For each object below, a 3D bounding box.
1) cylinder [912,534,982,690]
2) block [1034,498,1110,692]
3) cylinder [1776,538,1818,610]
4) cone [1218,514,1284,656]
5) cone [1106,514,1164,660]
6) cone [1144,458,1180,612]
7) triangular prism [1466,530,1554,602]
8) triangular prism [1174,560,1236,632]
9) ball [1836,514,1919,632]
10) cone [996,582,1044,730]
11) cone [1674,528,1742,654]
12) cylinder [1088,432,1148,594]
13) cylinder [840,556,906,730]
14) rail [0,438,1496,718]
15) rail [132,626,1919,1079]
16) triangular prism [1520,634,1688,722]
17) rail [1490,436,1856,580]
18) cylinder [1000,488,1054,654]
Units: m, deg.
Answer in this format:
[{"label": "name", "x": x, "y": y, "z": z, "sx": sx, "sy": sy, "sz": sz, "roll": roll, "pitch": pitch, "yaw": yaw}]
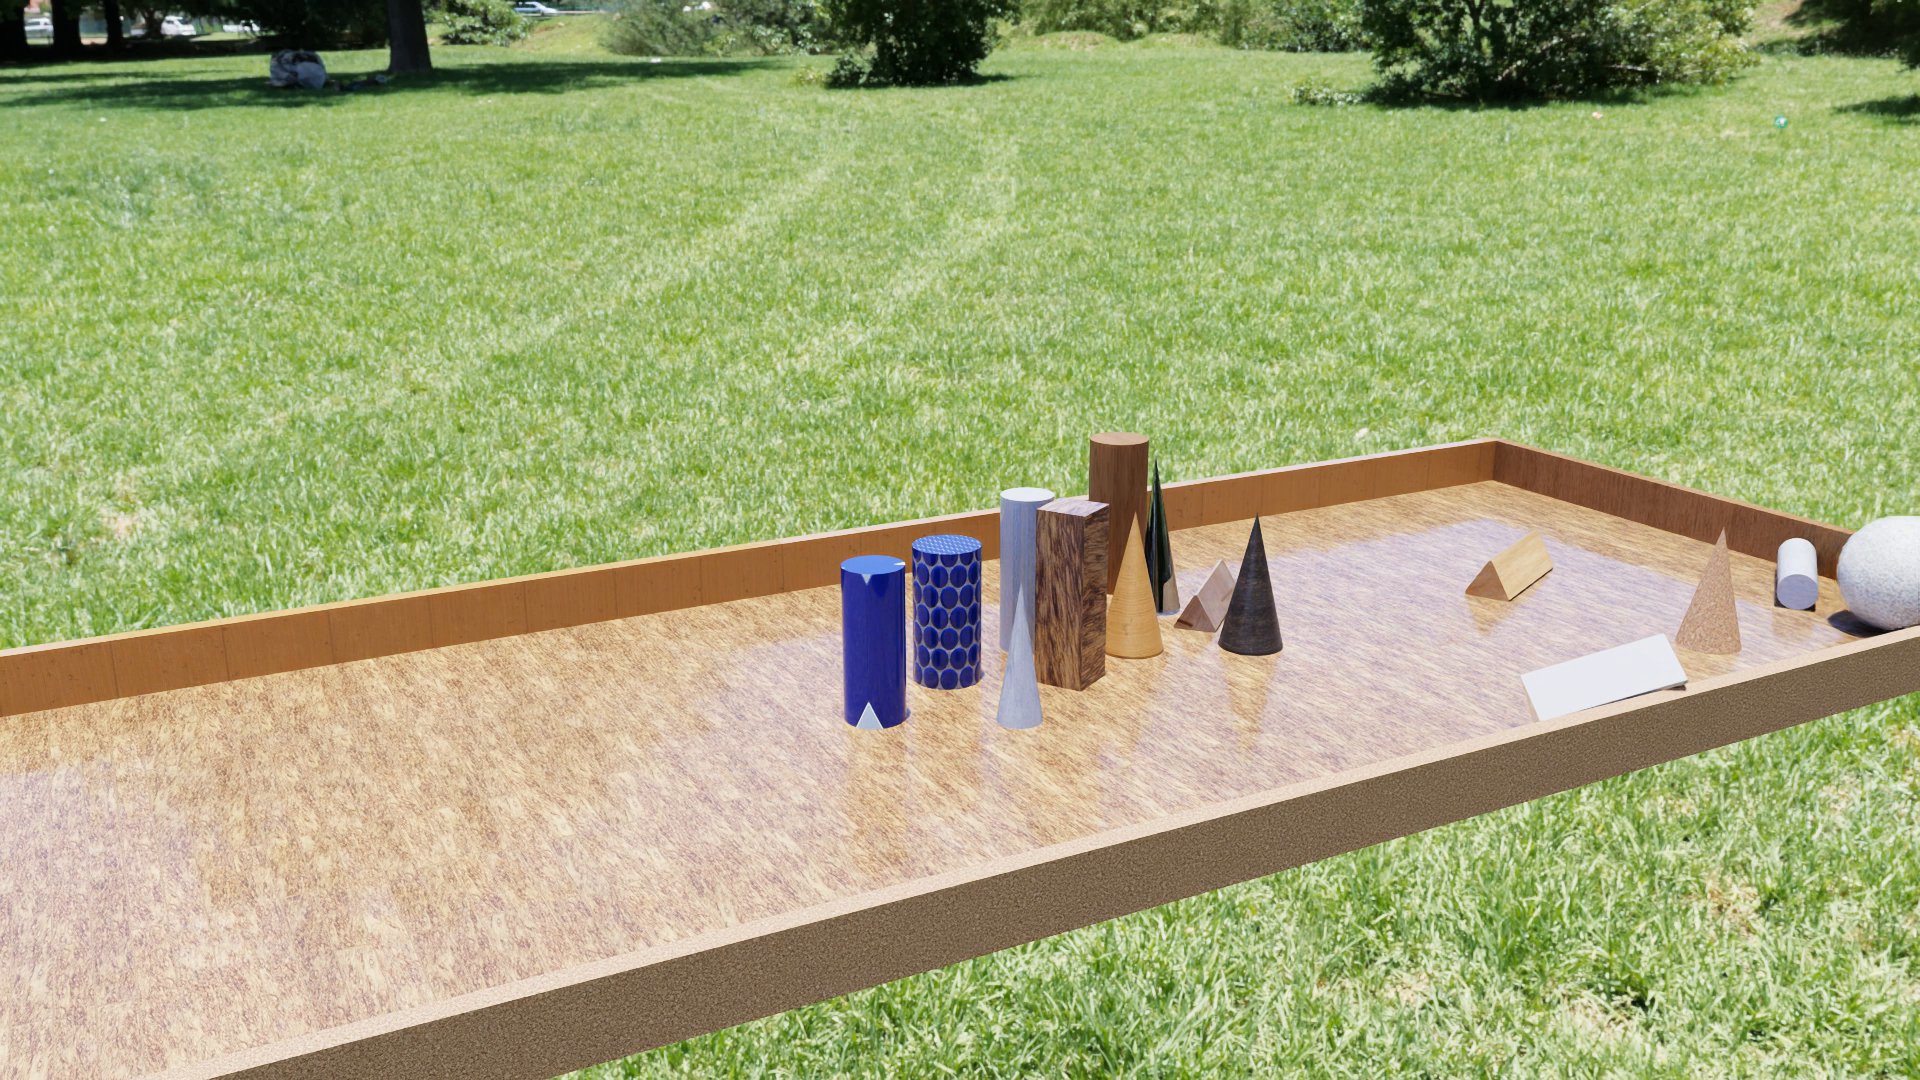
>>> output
[{"label": "cylinder", "x": -0.032, "y": 0.179, "z": 4.123, "sx": 0.173, "sy": 0.351, "sz": 0.173, "roll": 0, "pitch": 16, "yaw": 0}, {"label": "block", "x": 0.277, "y": 0.134, "z": 4.100, "sx": 0.132, "sy": 0.450, "sz": 0.132, "roll": 10, "pitch": 19, "yaw": 30}, {"label": "cylinder", "x": 2.456, "y": 0.096, "z": 4.838, "sx": 0.107, "sy": 0.107, "sz": 0.398, "roll": 8, "pitch": 18, "yaw": 25}, {"label": "cone", "x": 0.776, "y": 0.103, "z": 4.351, "sx": 0.173, "sy": 0.368, "sz": 0.173, "roll": 0, "pitch": 16, "yaw": 0}, {"label": "cone", "x": 0.455, "y": 0.106, "z": 4.324, "sx": 0.171, "sy": 0.378, "sz": 0.171, "roll": 0, "pitch": 16, "yaw": 0}, {"label": "cone", "x": 0.555, "y": -0.025, "z": 4.638, "sx": 0.121, "sy": 0.443, "sz": 0.121, "roll": -3, "pitch": 12, "yaw": 1}, {"label": "triangular prism", "x": 1.648, "y": 0.066, "z": 4.921, "sx": 0.128, "sy": 0.111, "sz": 0.406, "roll": 12, "pitch": 20, "yaw": 35}, {"label": "triangular prism", "x": 0.702, "y": 0.149, "z": 4.660, "sx": 0.115, "sy": 0.100, "sz": 0.361, "roll": 5, "pitch": 17, "yaw": 19}, {"label": "ball", "x": 2.559, "y": 0.091, "z": 4.477, "sx": 0.320, "sy": 0.320, "sz": 0.320, "roll": 0, "pitch": 16, "yaw": 0}, {"label": "cone", "x": 0.141, "y": 0.261, "z": 3.856, "sx": 0.112, "sy": 0.344, "sz": 0.112, "roll": 0, "pitch": 16, "yaw": 0}, {"label": "cone", "x": 1.998, "y": 0.121, "z": 4.360, "sx": 0.165, "sy": 0.329, "sz": 0.165, "roll": 0, "pitch": 16, "yaw": 0}, {"label": "cylinder", "x": 0.460, "y": -0.078, "z": 4.826, "sx": 0.170, "sy": 0.449, "sz": 0.170, "roll": 0, "pitch": 16, "yaw": 0}, {"label": "cylinder", "x": -0.201, "y": 0.239, "z": 3.867, "sx": 0.149, "sy": 0.380, "sz": 0.149, "roll": 0, "pitch": 16, "yaw": 0}, {"label": "rail", "x": -3.305, "y": 0.497, "z": 3.399, "sx": 12.000, "sy": 0.150, "sz": 0.050, "roll": -9, "pitch": 18, "yaw": -27}, {"label": "rail", "x": -2.336, "y": 1.006, "z": 1.665, "sx": 12.000, "sy": 0.150, "sz": 0.050, "roll": -9, "pitch": 18, "yaw": -27}, {"label": "triangular prism", "x": 1.466, "y": 0.319, "z": 3.777, "sx": 0.329, "sy": 0.122, "sz": 0.140, "roll": -18, "pitch": -13, "yaw": 10}, {"label": "rail", "x": 2.466, "y": -0.048, "z": 5.253, "sx": 0.050, "sy": 0.150, "sz": 2.100, "roll": -9, "pitch": 18, "yaw": -27}, {"label": "cylinder", "x": 0.175, "y": 0.082, "z": 4.336, "sx": 0.140, "sy": 0.418, "sz": 0.140, "roll": 0, "pitch": 16, "yaw": 0}]
